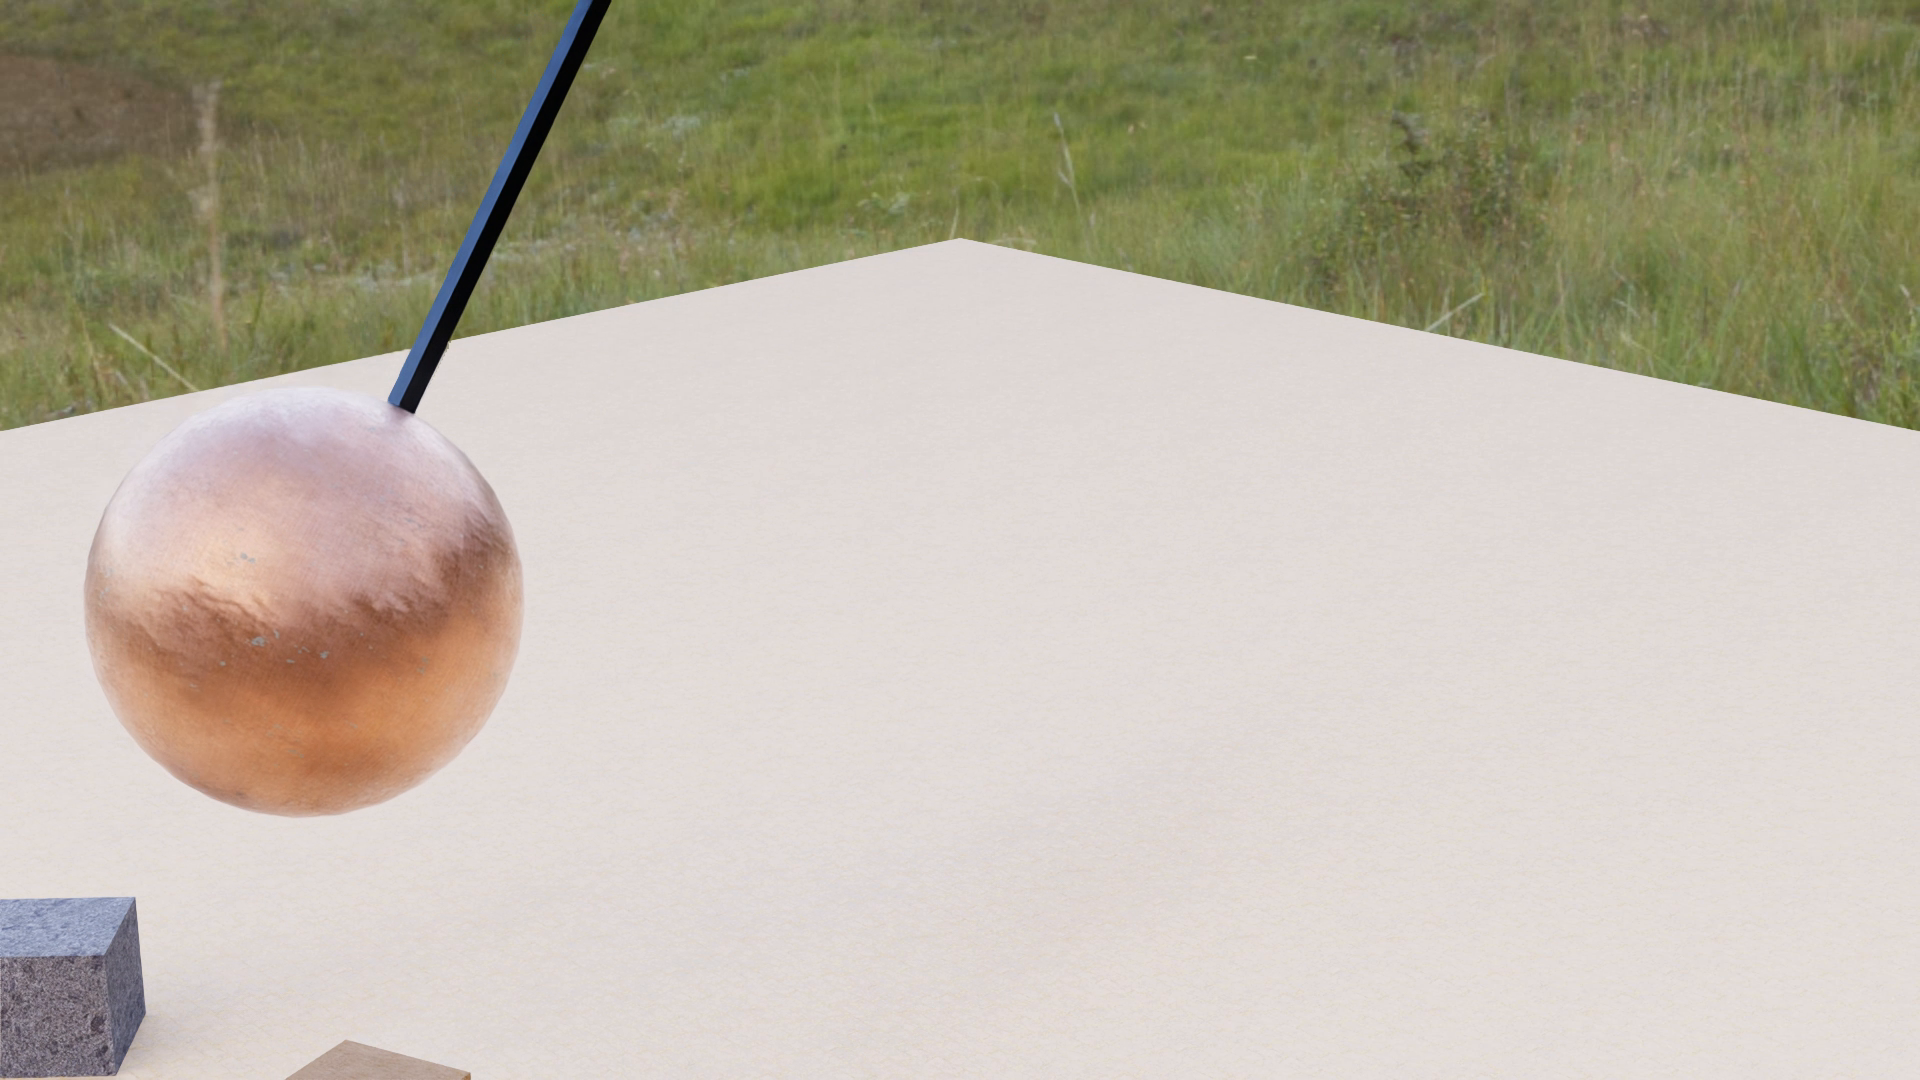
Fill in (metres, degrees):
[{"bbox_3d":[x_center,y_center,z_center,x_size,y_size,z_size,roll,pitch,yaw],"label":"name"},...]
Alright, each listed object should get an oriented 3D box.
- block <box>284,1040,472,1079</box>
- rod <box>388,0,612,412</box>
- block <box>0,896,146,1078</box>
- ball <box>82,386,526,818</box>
[{"bbox_3d":[-2.110,2.203,10.364,0.555,0.583,0.563,9,19,26],"label":"block"},{"bbox_3d":[-1.049,-2.847,11.347,0.080,5.200,0.080,17,-11,42],"label":"rod"},{"bbox_3d":[-3.673,1.792,11.767,0.642,0.524,0.551,-1,17,-3],"label":"block"},{"bbox_3d":[-2.420,0.228,10.876,1.600,1.600,1.600,0,17,0],"label":"ball"}]
